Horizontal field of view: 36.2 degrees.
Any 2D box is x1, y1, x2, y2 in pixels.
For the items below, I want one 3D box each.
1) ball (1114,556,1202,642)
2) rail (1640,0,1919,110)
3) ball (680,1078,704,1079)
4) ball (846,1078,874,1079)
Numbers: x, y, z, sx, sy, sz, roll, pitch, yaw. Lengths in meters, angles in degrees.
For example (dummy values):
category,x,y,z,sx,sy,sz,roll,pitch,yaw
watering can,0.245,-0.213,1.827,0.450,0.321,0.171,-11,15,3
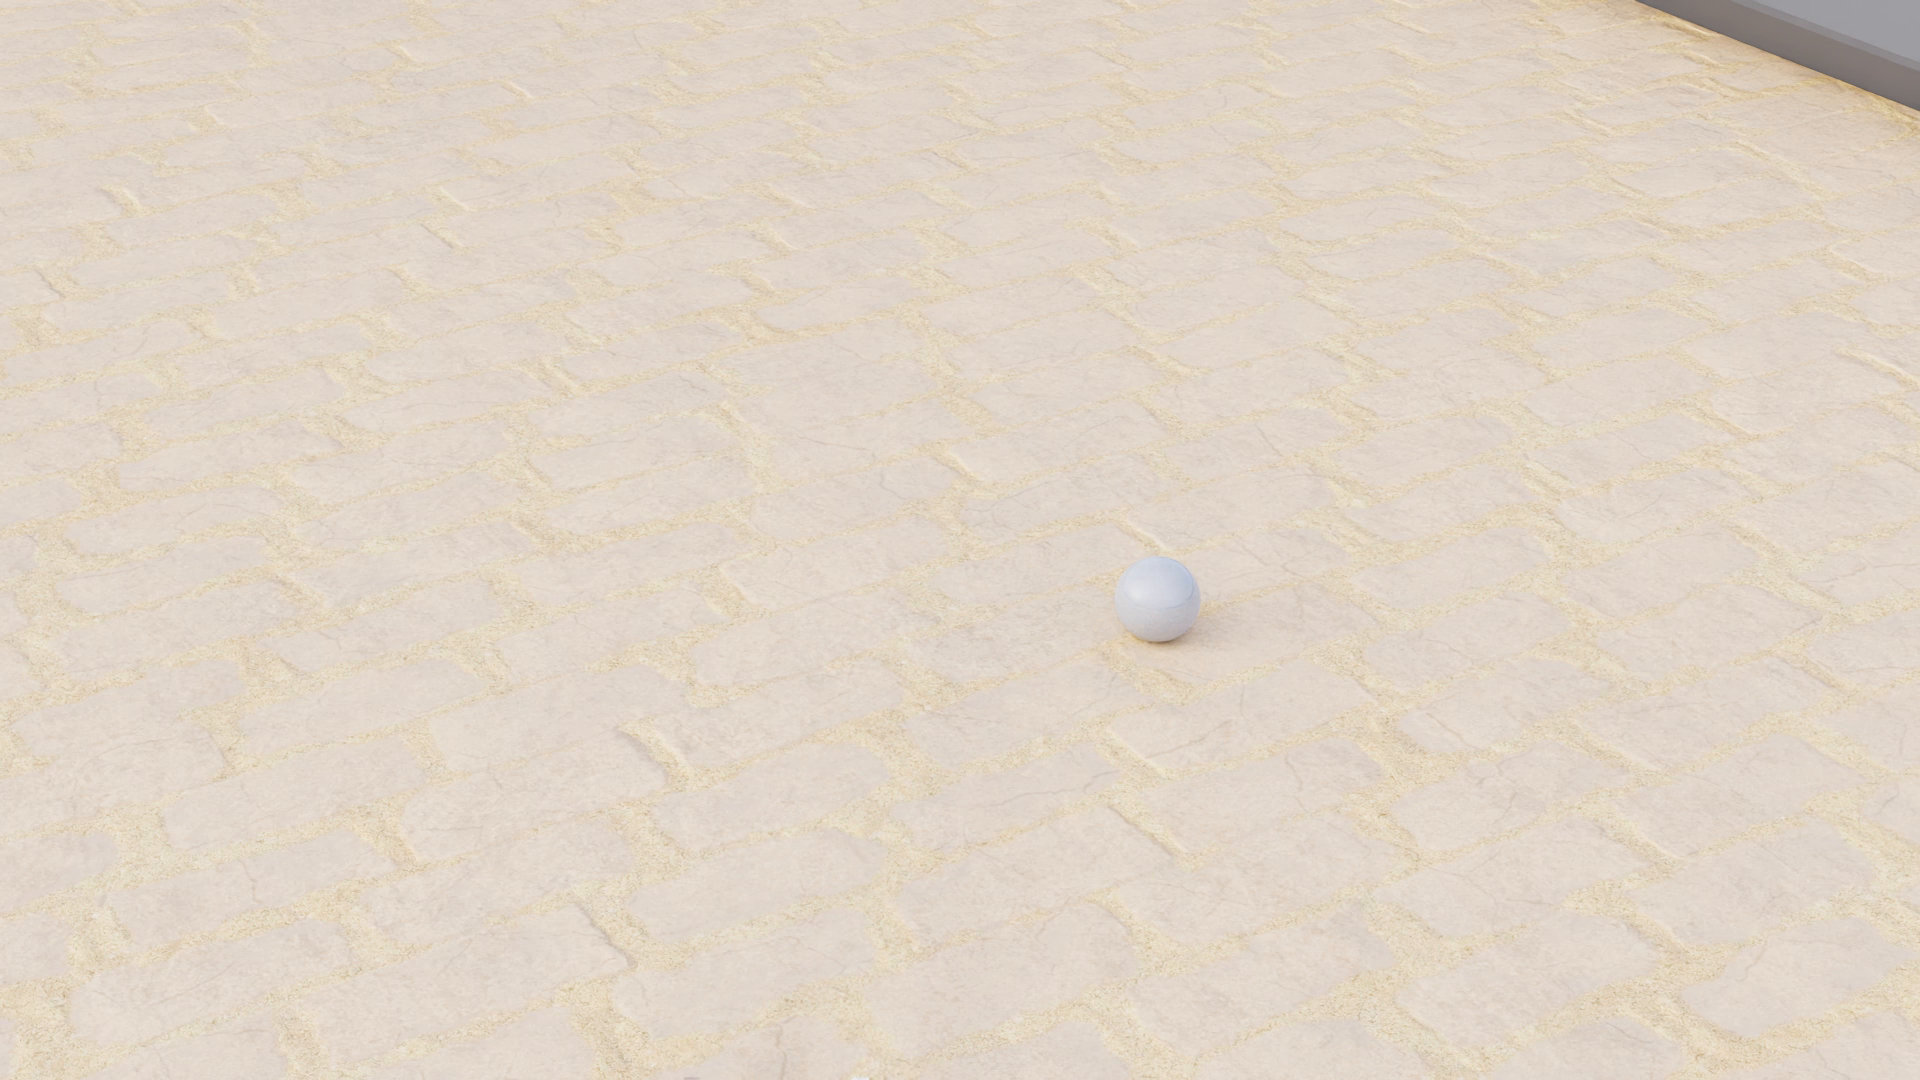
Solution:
category,x,y,z,sx,sy,sz,roll,pitch,yaw
ball,0.122,0.036,1.809,0.053,0.053,0.053,0,29,0
rail,0.409,-0.766,3.216,0.045,0.114,4.411,-16,33,-27
ball,-0.127,0.274,1.383,0.043,0.043,0.043,0,29,0
ball,-0.047,0.276,1.373,0.049,0.049,0.049,0,29,0
